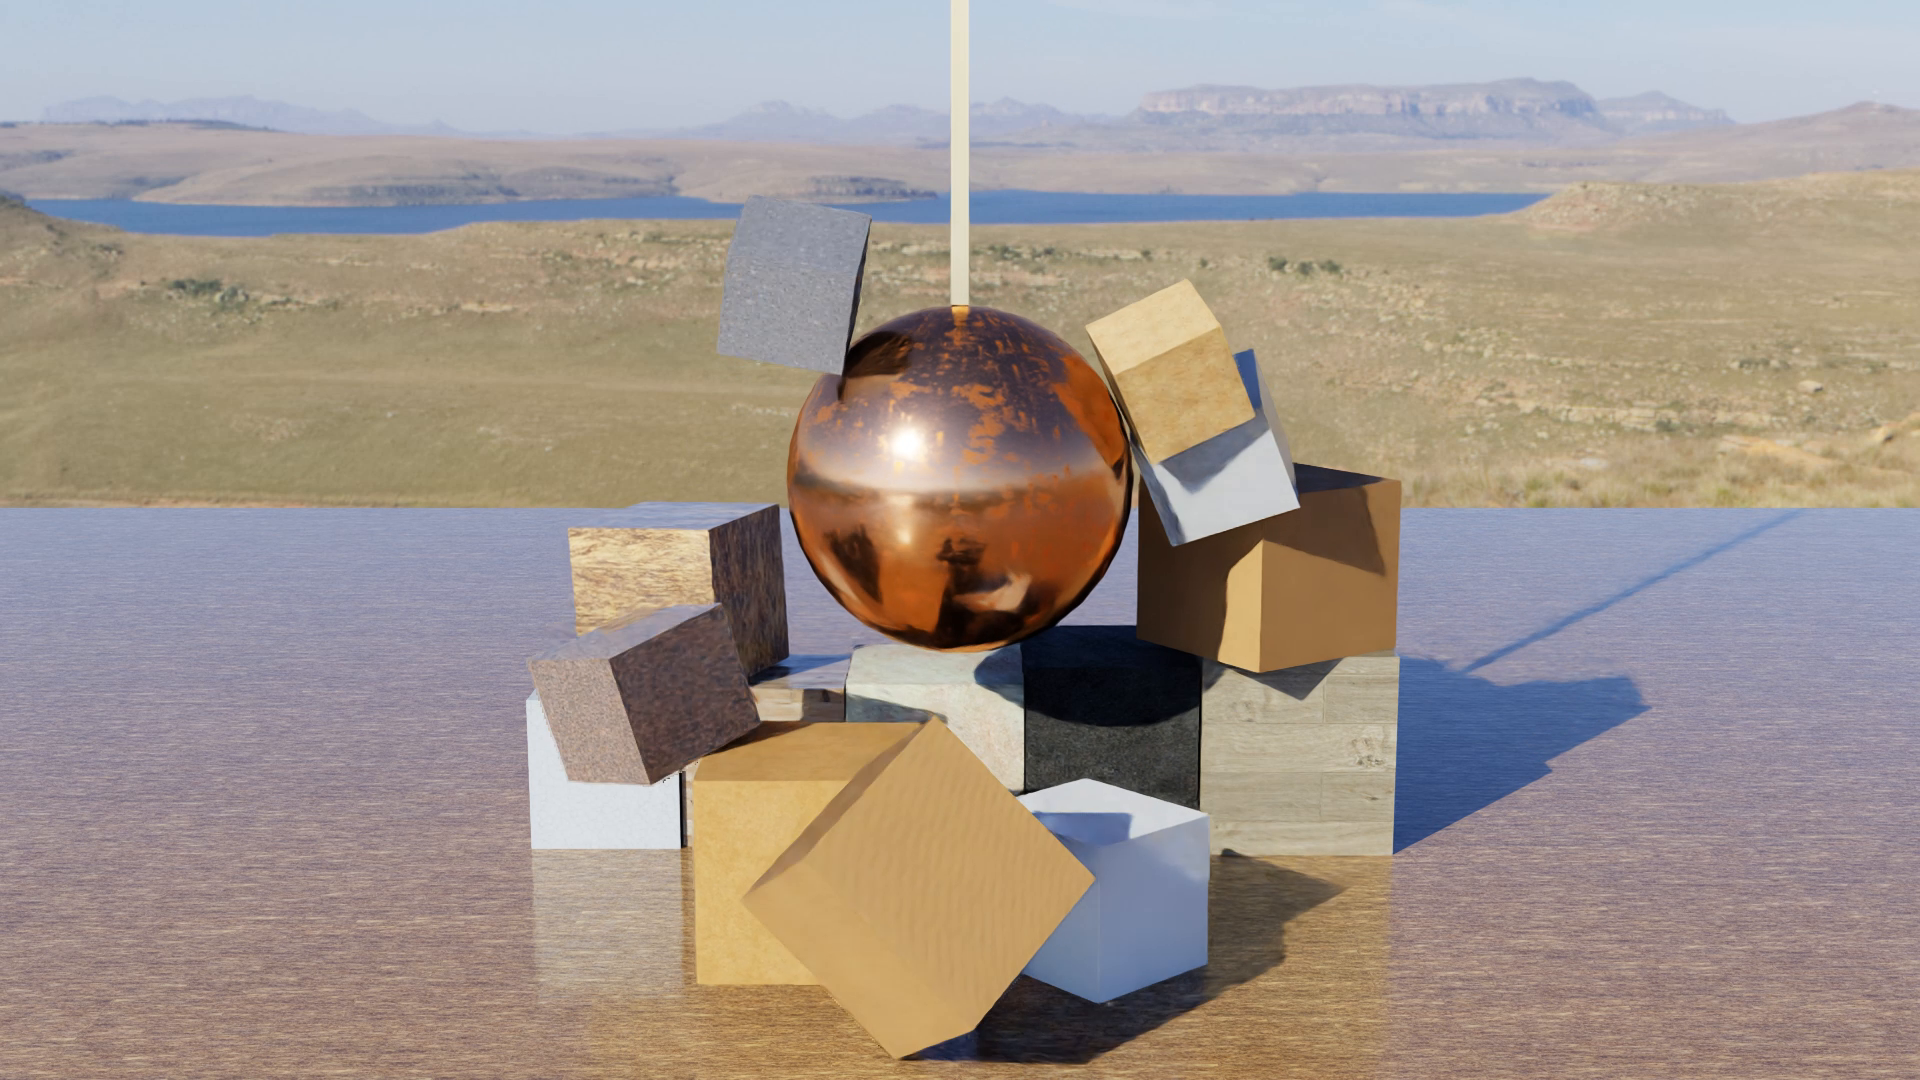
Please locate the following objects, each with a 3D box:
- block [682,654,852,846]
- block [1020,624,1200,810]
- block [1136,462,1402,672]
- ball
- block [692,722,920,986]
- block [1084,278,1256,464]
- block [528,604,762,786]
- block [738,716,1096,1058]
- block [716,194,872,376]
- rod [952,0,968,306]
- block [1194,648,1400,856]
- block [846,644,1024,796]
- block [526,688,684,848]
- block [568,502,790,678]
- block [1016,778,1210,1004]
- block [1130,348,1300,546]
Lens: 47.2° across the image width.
[{"bbox_3d":[-0.985,1.076,11.370,0.816,0.815,0.740,0,10,0],"label":"block"},{"bbox_3d":[0.752,1.008,11.365,0.855,0.951,0.961,0,10,0],"label":"block"},{"bbox_3d":[1.534,0.103,10.988,0.920,0.841,0.906,-7,13,-35],"label":"block"},{"bbox_3d":[0.000,-0.278,10.128,1.600,1.600,1.600,0,10,0],"label":"ball"},{"bbox_3d":[-0.645,1.351,9.638,0.918,0.893,0.940,0,10,0],"label":"block"},{"bbox_3d":[0.941,-0.759,9.875,0.510,0.499,0.520,-25,32,2],"label":"block"},{"bbox_3d":[-1.377,0.669,9.626,0.609,0.572,0.644,-4,17,46],"label":"block"},{"bbox_3d":[-0.170,1.333,8.380,0.785,0.867,0.741,-46,3,-31],"label":"block"},{"bbox_3d":[-0.733,-1.142,9.789,0.558,0.498,0.600,10,35,-1],"label":"block"},{"bbox_3d":[0.000,-3.677,10.077,0.080,5.200,0.080,0,1,0],"label":"rod"},{"bbox_3d":[1.670,0.981,11.343,0.962,1.012,0.999,0,10,0],"label":"block"},{"bbox_3d":[-0.121,1.053,11.373,0.879,0.852,0.899,0,10,0],"label":"block"},{"bbox_3d":[-1.777,1.101,11.363,0.747,0.767,0.799,0,10,0],"label":"block"},{"bbox_3d":[-1.424,0.273,11.239,0.796,0.814,0.757,1,11,22],"label":"block"},{"bbox_3d":[0.570,1.492,9.484,0.668,0.672,0.742,-9,14,-41],"label":"block"},{"bbox_3d":[1.180,-0.432,10.267,0.620,0.570,0.548,-18,31,14],"label":"block"}]
